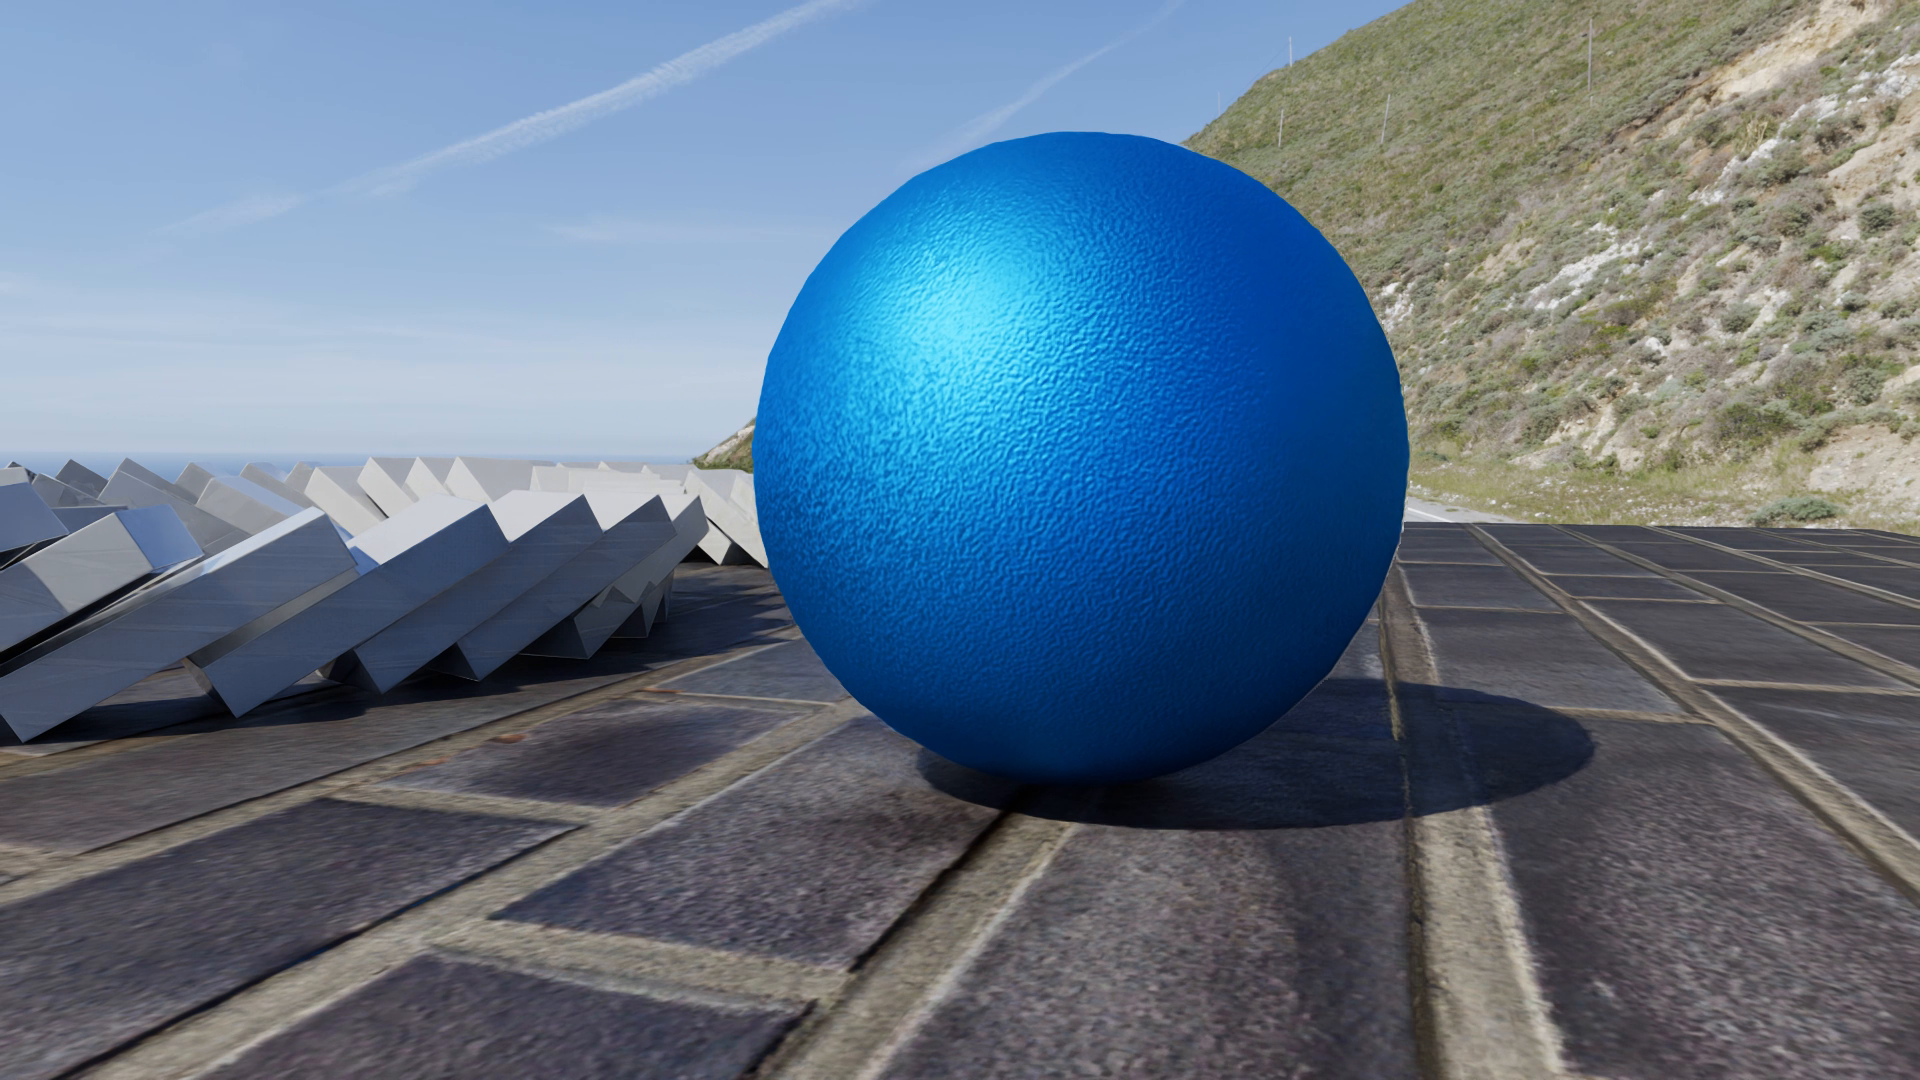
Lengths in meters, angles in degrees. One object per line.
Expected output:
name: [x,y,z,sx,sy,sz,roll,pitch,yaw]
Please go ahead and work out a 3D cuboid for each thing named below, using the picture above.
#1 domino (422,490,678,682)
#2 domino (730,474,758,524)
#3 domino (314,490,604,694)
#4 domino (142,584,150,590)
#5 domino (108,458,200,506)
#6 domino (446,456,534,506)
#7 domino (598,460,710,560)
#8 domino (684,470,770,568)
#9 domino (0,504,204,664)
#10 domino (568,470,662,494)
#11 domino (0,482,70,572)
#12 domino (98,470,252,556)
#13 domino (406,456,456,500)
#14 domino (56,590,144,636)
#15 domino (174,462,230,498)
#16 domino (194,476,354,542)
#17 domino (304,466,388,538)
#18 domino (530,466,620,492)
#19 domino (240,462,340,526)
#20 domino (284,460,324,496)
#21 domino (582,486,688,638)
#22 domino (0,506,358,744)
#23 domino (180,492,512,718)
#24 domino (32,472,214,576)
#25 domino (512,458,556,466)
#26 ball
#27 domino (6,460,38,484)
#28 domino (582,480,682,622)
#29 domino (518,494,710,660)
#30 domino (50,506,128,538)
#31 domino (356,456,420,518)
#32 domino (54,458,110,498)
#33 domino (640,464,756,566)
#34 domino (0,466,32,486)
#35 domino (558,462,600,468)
domino: [-0.083,0.007,0.252,0.025,0.010,0.050,4,35,41]
domino: [-0.055,-0.007,0.444,0.025,0.010,0.050,-4,34,-46]
domino: [-0.093,0.008,0.236,0.025,0.010,0.050,4,35,41]
domino: [-0.244,-0.001,0.340,0.025,0.010,0.050,2,-29,37]
domino: [-0.273,-0.011,0.455,0.050,0.010,0.025,37,-16,-24]
domino: [-0.126,-0.005,0.374,0.050,0.009,0.025,45,24,26]
domino: [-0.111,-0.011,0.477,0.050,0.009,0.025,39,20,22]
domino: [-0.074,-0.008,0.457,0.050,0.010,0.025,38,25,30]
domino: [-0.141,0.012,0.188,0.050,0.010,0.025,-32,12,-12]
domino: [-0.093,-0.001,0.346,0.025,0.010,0.050,2,35,-17]
domino: [-0.157,0.011,0.181,0.050,0.010,0.025,-34,13,-5]
domino: [-0.219,-0.003,0.371,0.050,0.009,0.025,32,-14,-24]
domino: [-0.140,-0.005,0.381,0.050,0.009,0.025,43,22,23]
domino: [-0.164,0.017,0.281,0.050,0.010,0.025,-1,4,-7]
domino: [-0.255,-0.010,0.465,0.050,0.010,0.025,35,-8,-18]
domino: [-0.197,-0.003,0.382,0.050,0.009,0.025,29,-3,-14]
domino: [-0.172,-0.005,0.391,0.050,0.010,0.025,36,15,14]
domino: [-0.105,-0.003,0.363,0.025,0.010,0.050,2,35,-29]
domino: [-0.238,-0.011,0.472,0.050,0.010,0.025,34,-4,-14]
domino: [-0.222,-0.011,0.477,0.050,0.010,0.025,34,-4,-12]
domino: [-0.081,0.004,0.301,0.025,0.010,0.050,0,32,1]
domino: [-0.123,0.012,0.202,0.050,0.010,0.025,-33,20,-25]
domino: [-0.105,0.009,0.219,0.050,0.010,0.025,-38,29,-32]
domino: [-0.234,-0.002,0.360,0.050,0.010,0.025,34,-16,-29]
domino: [-0.147,-0.013,0.488,0.050,0.010,0.025,36,11,12]
ball: [0.014,-0.010,0.161,0.080,0.080,0.080,0,4,0]
domino: [-0.298,-0.009,0.434,0.050,0.010,0.025,40,-20,-32]
domino: [-0.085,0.002,0.324,0.025,0.009,0.050,0,34,-6]
domino: [-0.078,0.006,0.276,0.025,0.010,0.050,2,32,21]
domino: [-0.194,0.008,0.262,0.050,0.009,0.025,-27,-10,29]
domino: [-0.155,-0.006,0.387,0.050,0.010,0.025,42,18,18]
domino: [-0.286,-0.010,0.445,0.050,0.010,0.025,38,-18,-27]
domino: [-0.093,-0.010,0.468,0.050,0.010,0.025,39,23,25]
domino: [-0.212,0.004,0.268,0.025,0.010,0.050,-13,-21,-47]
domino: [-0.128,-0.011,0.483,0.050,0.010,0.025,37,17,17]
